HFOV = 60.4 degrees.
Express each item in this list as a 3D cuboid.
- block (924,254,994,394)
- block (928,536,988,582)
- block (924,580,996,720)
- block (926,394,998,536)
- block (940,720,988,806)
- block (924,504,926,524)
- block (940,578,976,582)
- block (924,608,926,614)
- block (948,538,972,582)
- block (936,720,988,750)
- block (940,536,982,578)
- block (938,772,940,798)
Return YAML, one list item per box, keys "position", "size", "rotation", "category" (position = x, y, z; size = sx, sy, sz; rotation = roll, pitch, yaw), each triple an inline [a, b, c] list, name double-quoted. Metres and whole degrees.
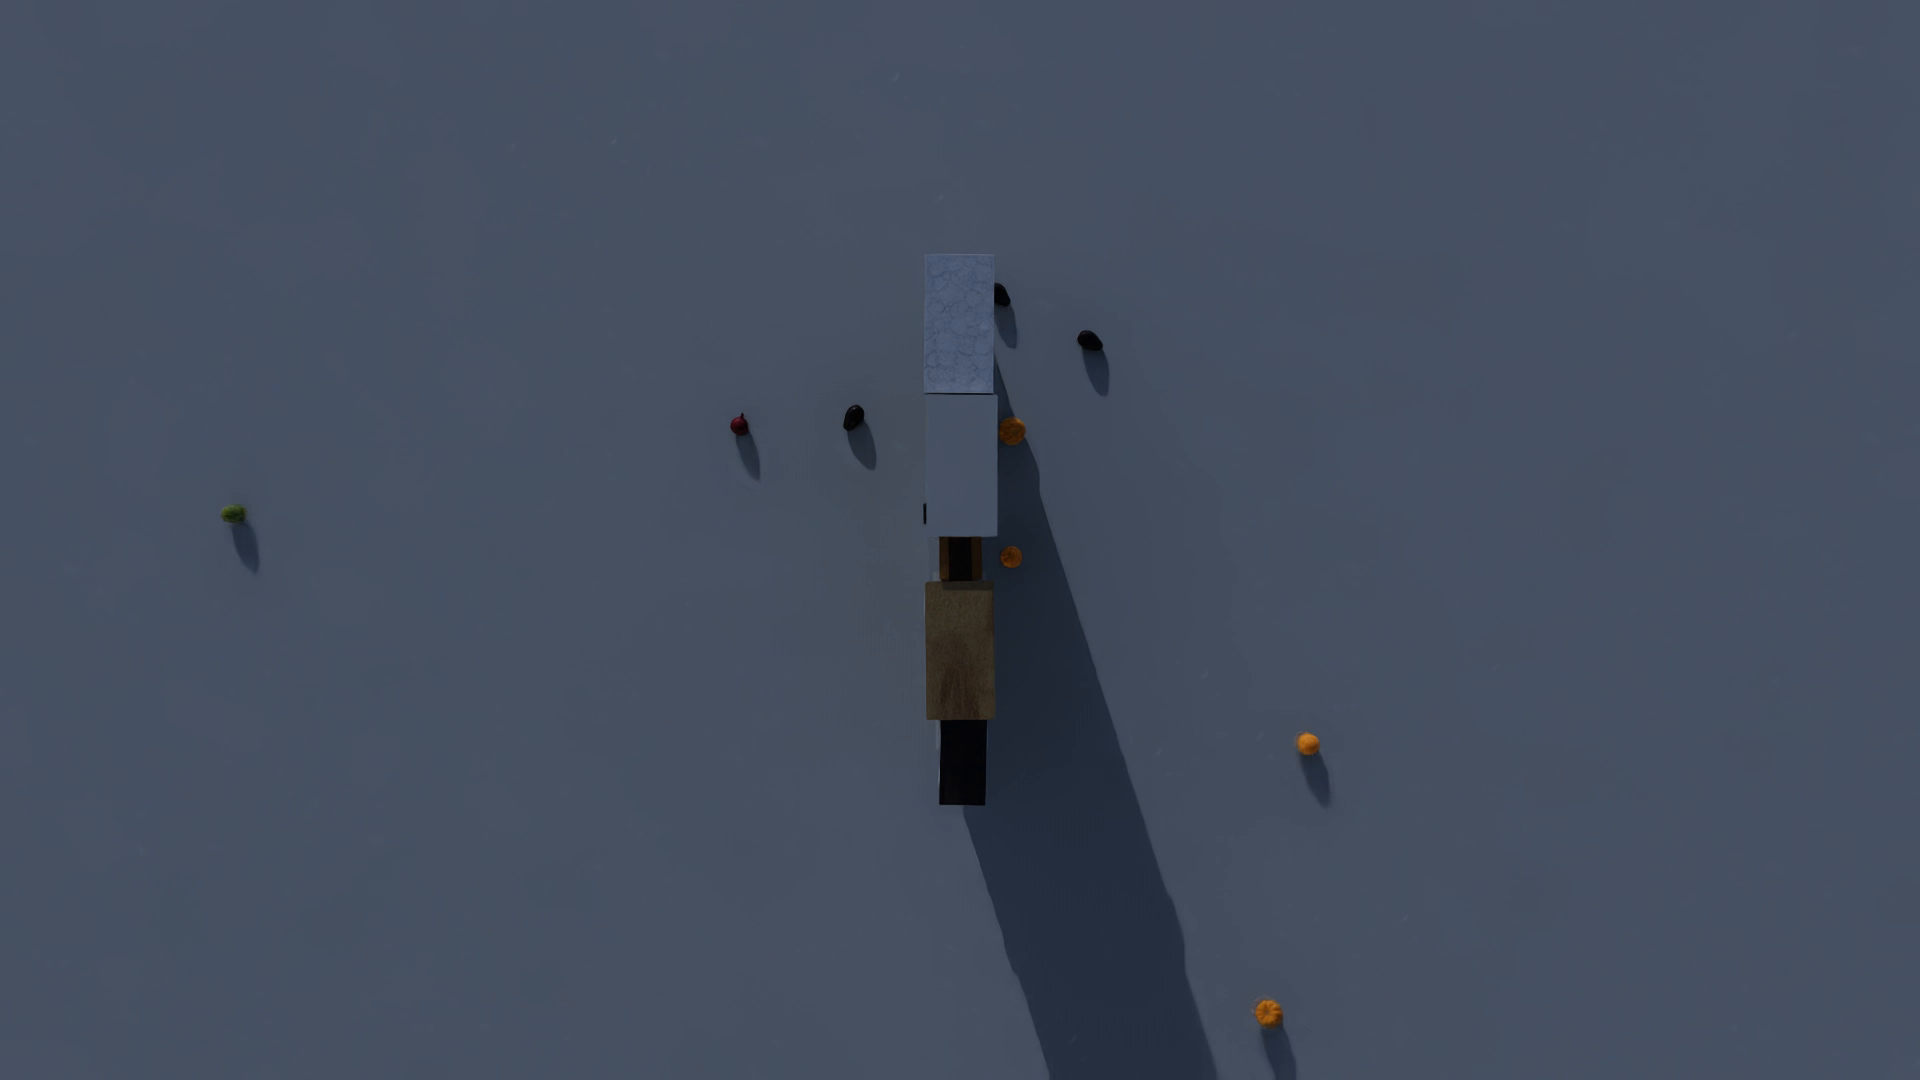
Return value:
- position: [-0.002, -0.523, 4.007]
  size: [0.168, 0.048, 0.336]
  rotation: [0, 90, 0]
  category: "block"
- position: [-0.004, 0.033, 4.603]
  size: [0.166, 0.047, 0.332]
  rotation: [0, 90, 0]
  category: "block"
- position: [0.000, 0.267, 4.004]
  size: [0.167, 0.047, 0.334]
  rotation: [-1, 90, 0]
  category: "block"
- position: [0.005, -0.178, 3.962]
  size: [0.169, 0.048, 0.338]
  rotation: [0, 90, 0]
  category: "block"
- position: [0.008, 0.547, 4.137]
  size: [0.116, 0.033, 0.231]
  rotation: [1, 92, 0]
  category: "block"
- position: [-0.004, -0.066, 4.155]
  size: [0.169, 0.338, 0.048]
  rotation: [-1, 90, 0]
  category: "block"
- position: [-0.003, 0.186, 4.376]
  size: [0.095, 0.027, 0.189]
  rotation: [0, 90, 0]
  category: "block"
- position: [-0.005, 0.158, 4.195]
  size: [0.167, 0.334, 0.047]
  rotation: [0, 90, 0]
  category: "block"
- position: [0.000, 0.054, 4.199]
  size: [0.059, 0.017, 0.117]
  rotation: [-1, 90, 0]
  category: "block"
- position: [0.004, 0.419, 4.404]
  size: [0.137, 0.039, 0.275]
  rotation: [-1, 89, 0]
  category: "block"
- position: [0.001, -0.010, 4.340]
  size: [0.112, 0.032, 0.223]
  rotation: [0, 90, 0]
  category: "block"
- position: [0.002, 0.644, 4.712]
  size: [0.116, 1.112, 0.033]
  rotation: [-1, 89, 0]
  category: "block"
